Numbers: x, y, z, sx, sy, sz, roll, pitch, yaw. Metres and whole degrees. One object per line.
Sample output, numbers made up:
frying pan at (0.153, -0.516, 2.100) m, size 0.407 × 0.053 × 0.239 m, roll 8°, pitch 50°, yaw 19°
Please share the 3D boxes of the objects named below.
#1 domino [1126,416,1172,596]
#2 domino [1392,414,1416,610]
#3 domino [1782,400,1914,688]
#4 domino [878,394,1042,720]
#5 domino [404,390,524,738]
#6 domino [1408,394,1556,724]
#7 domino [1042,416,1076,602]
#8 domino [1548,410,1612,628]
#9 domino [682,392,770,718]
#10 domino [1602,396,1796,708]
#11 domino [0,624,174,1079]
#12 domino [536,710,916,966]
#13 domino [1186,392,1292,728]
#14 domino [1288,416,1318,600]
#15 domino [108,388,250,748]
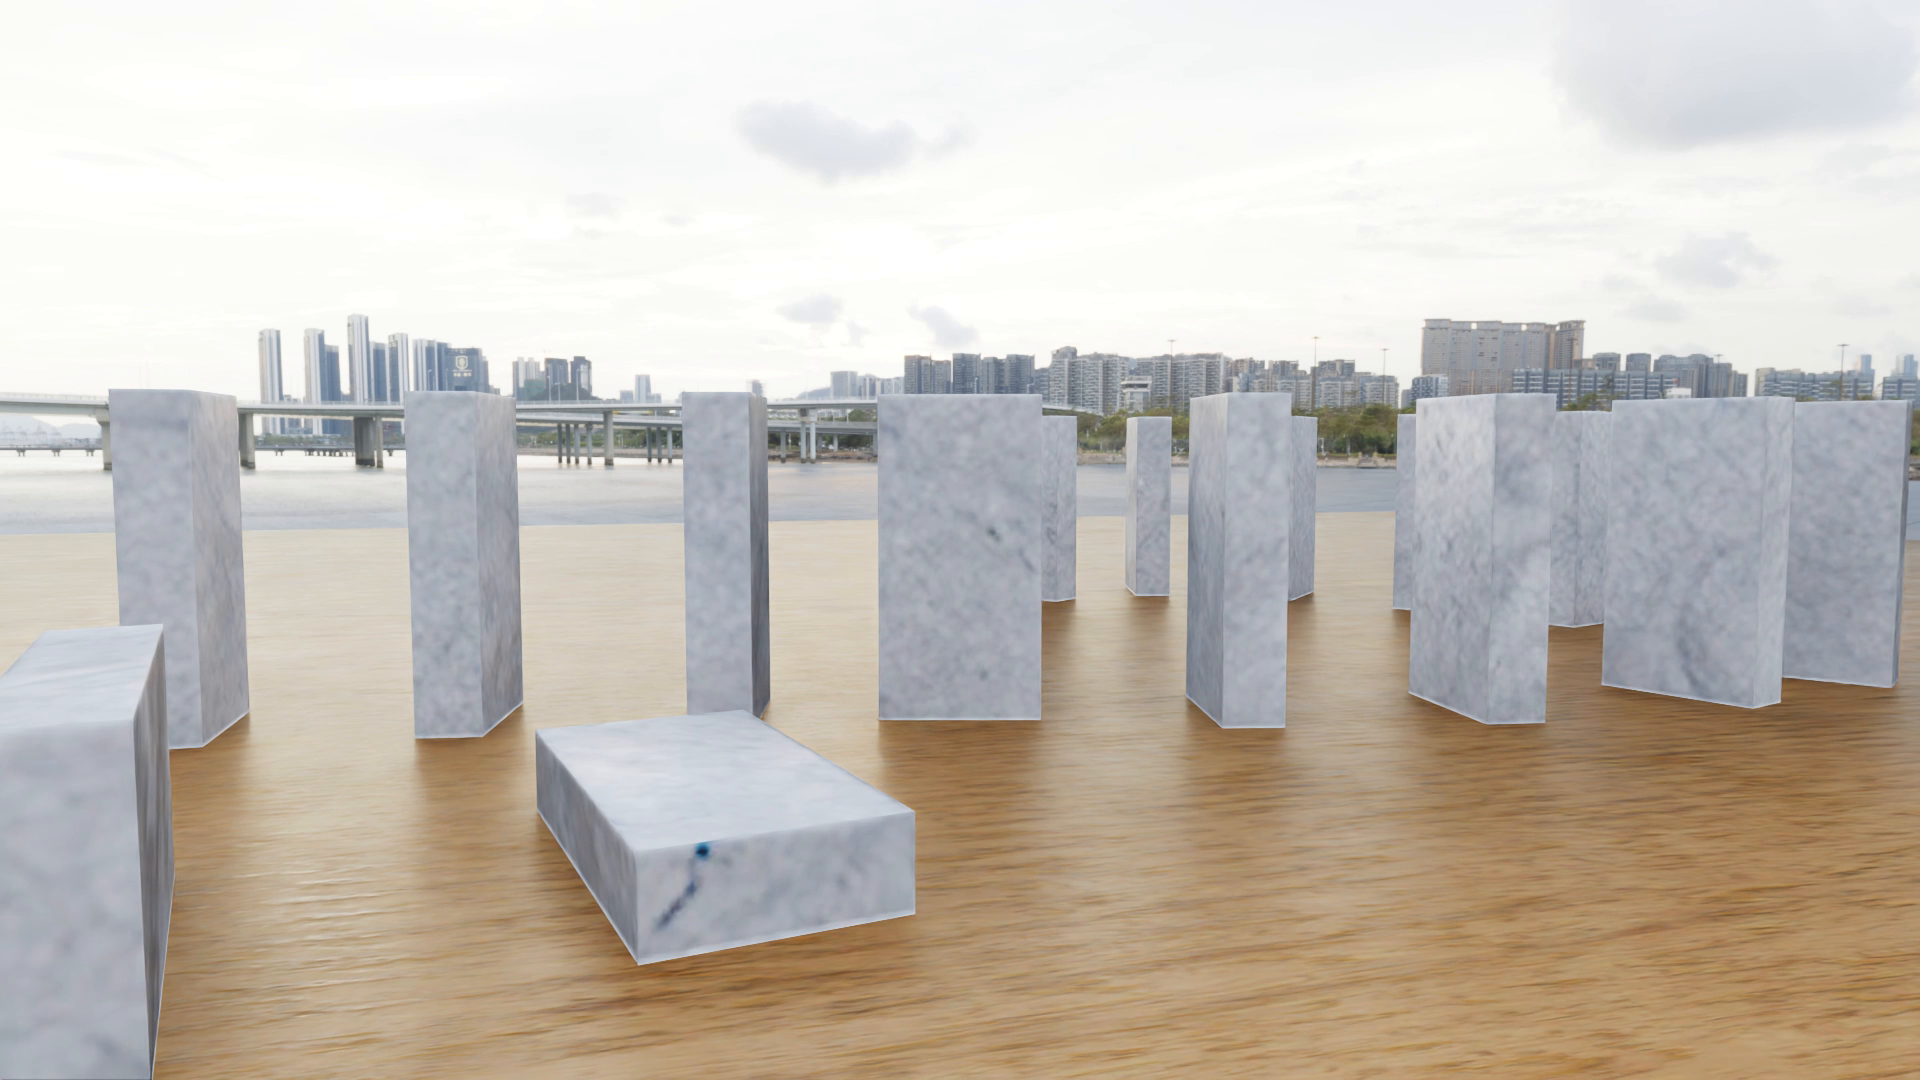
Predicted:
domino at (0.054, -0.010, 0.371) m, size 0.010 × 0.050 × 0.025 m, roll 0°, pitch 4°, yaw 1°
domino at (0.124, -0.008, 0.336) m, size 0.009 × 0.050 × 0.025 m, roll 4°, pitch 6°, yaw 42°
domino at (0.156, 0.000, 0.233) m, size 0.025 × 0.050 × 0.009 m, roll 4°, pitch 6°, yaw 42°
domino at (0.000, 0.002, 0.201) m, size 0.025 × 0.050 × 0.009 m, roll 0°, pitch 4°, yaw 0°
domino at (-0.075, 0.003, 0.197) m, size 0.010 × 0.050 × 0.025 m, roll 0°, pitch 4°, yaw -6°
domino at (0.083, 0.002, 0.206) m, size 0.010 × 0.050 × 0.025 m, roll -1°, pitch 4°, yaw -7°
domino at (0.019, -0.009, 0.355) m, size 0.025 × 0.050 × 0.009 m, roll 3°, pitch 5°, yaw 38°
domino at (0.150, -0.005, 0.306) m, size 0.025 × 0.050 × 0.010 m, roll -3°, pitch 5°, yaw -34°
domino at (-0.036, 0.003, 0.199) m, size 0.009 × 0.050 × 0.025 m, roll 0°, pitch 4°, yaw -2°
domino at (0.124, 0.001, 0.217) m, size 0.009 × 0.050 × 0.025 m, roll -3°, pitch 5°, yaw -34°
domino at (-0.069, 0.022, 0.102) m, size 0.010 × 0.025 × 0.050 m, roll -2°, pitch 5°, yaw -30°
domino at (-0.027, 0.028, 0.132) m, size 0.025 × 0.009 × 0.050 m, roll -2°, pitch 5°, yaw -27°
domino at (0.044, 0.002, 0.203) m, size 0.010 × 0.050 × 0.025 m, roll 0°, pitch 4°, yaw -3°
domino at (0.092, -0.009, 0.359) m, size 0.009 × 0.050 × 0.025 m, roll 2°, pitch 5°, yaw 29°
domino at (-0.114, 0.003, 0.189) m, size 0.009 × 0.050 × 0.025 m, roll -1°, pitch 4°, yaw -16°
